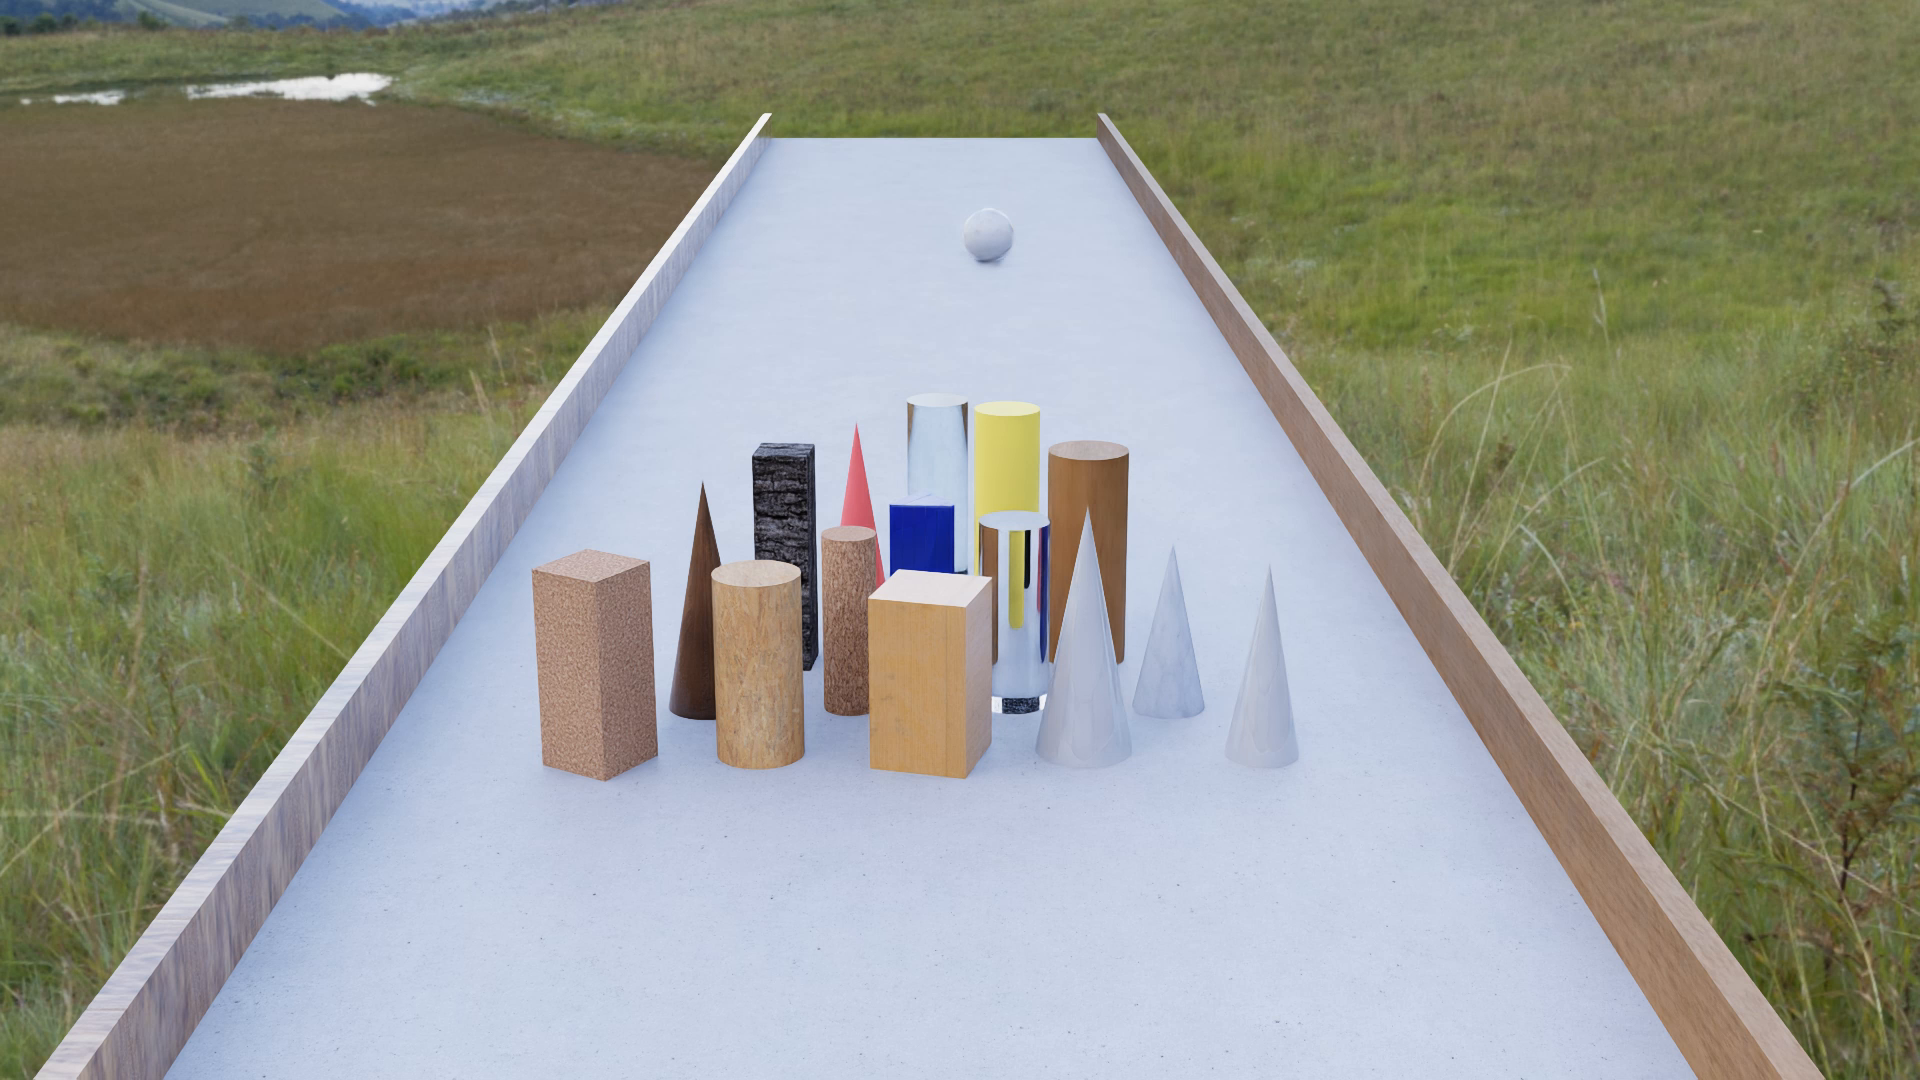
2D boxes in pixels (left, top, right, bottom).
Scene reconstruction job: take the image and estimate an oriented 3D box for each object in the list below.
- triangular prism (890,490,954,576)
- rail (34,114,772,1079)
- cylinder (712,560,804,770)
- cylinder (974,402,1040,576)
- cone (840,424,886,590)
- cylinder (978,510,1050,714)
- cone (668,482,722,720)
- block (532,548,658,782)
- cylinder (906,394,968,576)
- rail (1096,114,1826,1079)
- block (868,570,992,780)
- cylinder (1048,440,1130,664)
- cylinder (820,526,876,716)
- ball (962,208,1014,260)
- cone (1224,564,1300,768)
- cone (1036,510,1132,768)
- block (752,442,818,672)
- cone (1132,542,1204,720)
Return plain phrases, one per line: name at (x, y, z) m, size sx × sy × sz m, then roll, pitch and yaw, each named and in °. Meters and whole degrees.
triangular prism at (-0.072, 0.075, 4.390) m, size 0.125 × 0.333 × 0.108 m, roll 1°, pitch 17°, yaw 3°
rail at (-1.118, -0.838, 7.780) m, size 0.050 × 0.150 × 12.000 m, roll 0°, pitch 17°, yaw -1°
cylinder at (-0.357, 0.220, 3.896) m, size 0.157 × 0.338 × 0.157 m, roll 0°, pitch 17°, yaw 0°
cylinder at (0.099, -0.060, 4.648) m, size 0.137 × 0.446 × 0.137 m, roll 0°, pitch 17°, yaw 0°
cone at (-0.216, -0.047, 4.648) m, size 0.137 × 0.421 × 0.137 m, roll 0°, pitch 17°, yaw 0°
cylinder at (0.102, 0.136, 4.140) m, size 0.135 × 0.359 × 0.135 m, roll 0°, pitch 17°, yaw 0°
cone at (-0.474, 0.101, 4.110) m, size 0.158 × 0.443 × 0.158 m, roll 0°, pitch 17°, yaw 0°
block at (-0.639, 0.217, 3.859) m, size 0.144 × 0.363 × 0.144 m, roll 10°, pitch 19°, yaw 30°
cylinder at (-0.050, -0.114, 4.900) m, size 0.136 × 0.405 × 0.136 m, roll 0°, pitch 17°, yaw 0°
rail at (0.932, -0.844, 7.801) m, size 0.050 × 0.150 × 12.000 m, roll 0°, pitch 17°, yaw -1°
block at (-0.050, 0.234, 3.885) m, size 0.174 × 0.315 × 0.174 m, roll 5°, pitch 17°, yaw 15°
cylinder at (0.252, 0.029, 4.375) m, size 0.158 × 0.430 × 0.158 m, roll 0°, pitch 17°, yaw 0°
cylinder at (-0.206, 0.152, 4.117) m, size 0.102 × 0.342 × 0.102 m, roll 0°, pitch 17°, yaw 0°
ball at (0.118, -1.263, 9.094) m, size 0.215 × 0.215 × 0.215 m, roll 0°, pitch 17°, yaw 0°
cone at (0.541, 0.210, 3.890) m, size 0.134 × 0.360 × 0.134 m, roll 0°, pitch 17°, yaw 0°
cone at (0.223, 0.159, 3.897) m, size 0.175 × 0.454 × 0.175 m, roll 0°, pitch 17°, yaw 0°
block at (-0.344, 0.034, 4.347) m, size 0.106 × 0.437 × 0.106 m, roll 2°, pitch 17°, yaw 5°
cone at (0.395, 0.159, 4.122) m, size 0.137 × 0.324 × 0.137 m, roll 0°, pitch 17°, yaw 0°
